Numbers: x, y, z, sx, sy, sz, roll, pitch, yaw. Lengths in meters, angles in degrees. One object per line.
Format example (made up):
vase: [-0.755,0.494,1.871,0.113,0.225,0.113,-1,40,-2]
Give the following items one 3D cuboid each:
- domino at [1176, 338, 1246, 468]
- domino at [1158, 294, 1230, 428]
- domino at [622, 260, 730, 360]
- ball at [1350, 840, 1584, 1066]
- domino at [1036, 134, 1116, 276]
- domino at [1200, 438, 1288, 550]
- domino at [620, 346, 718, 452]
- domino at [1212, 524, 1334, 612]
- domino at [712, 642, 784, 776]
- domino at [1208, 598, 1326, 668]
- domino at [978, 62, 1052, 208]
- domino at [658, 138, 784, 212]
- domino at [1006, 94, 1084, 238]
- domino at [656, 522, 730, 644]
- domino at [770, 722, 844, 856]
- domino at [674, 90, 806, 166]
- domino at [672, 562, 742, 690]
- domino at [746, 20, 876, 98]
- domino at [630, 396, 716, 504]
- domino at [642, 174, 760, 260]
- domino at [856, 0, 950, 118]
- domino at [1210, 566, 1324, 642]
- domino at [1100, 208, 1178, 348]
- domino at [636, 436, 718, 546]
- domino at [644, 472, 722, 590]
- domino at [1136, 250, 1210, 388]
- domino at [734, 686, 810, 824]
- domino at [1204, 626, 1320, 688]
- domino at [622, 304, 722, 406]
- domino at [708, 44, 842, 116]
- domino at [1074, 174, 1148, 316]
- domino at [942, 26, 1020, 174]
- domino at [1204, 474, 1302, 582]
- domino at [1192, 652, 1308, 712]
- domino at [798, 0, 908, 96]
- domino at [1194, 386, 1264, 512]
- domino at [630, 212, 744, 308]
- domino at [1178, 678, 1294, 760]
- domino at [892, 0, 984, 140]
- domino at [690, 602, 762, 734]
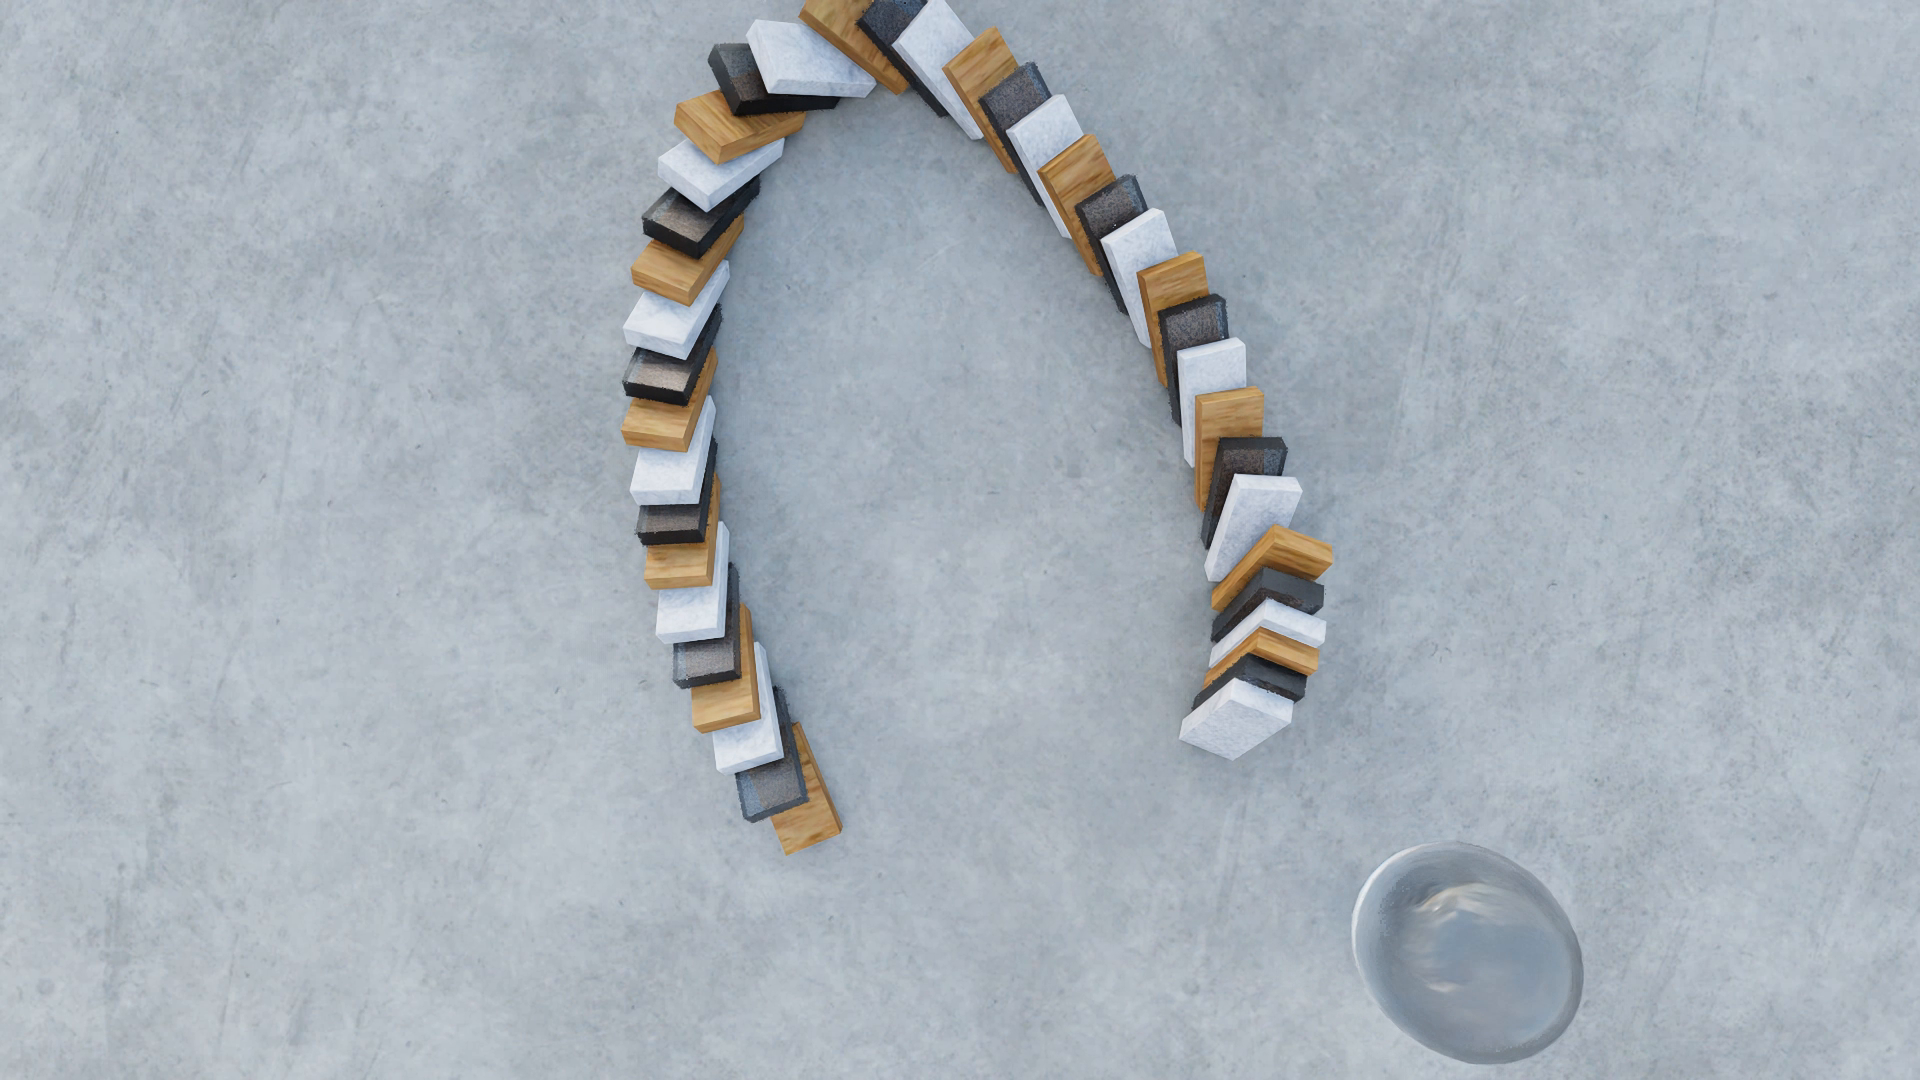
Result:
domino: [0.106,-0.057,0.383,0.025,0.010,0.050,-13,122,0]
domino: [0.099,-0.074,0.383,0.025,0.009,0.050,-17,122,0]
domino: [-0.118,-0.100,0.383,0.025,0.010,0.050,16,59,0]
ball: [0.197,0.160,0.360,0.080,0.080,0.080,0,90,0]
domino: [0.056,-0.139,0.383,0.025,0.010,0.050,-37,120,-1]
domino: [0.117,-0.019,0.381,0.025,0.010,0.050,-1,128,0]
domino: [-0.121,-0.061,0.383,0.025,0.010,0.050,8,58,0]
domino: [0.127,0.016,0.377,0.025,0.050,0.010,20,51,-5]
domino: [-0.091,0.070,0.383,0.025,0.009,0.050,-18,59,0]
domino: [0.125,0.043,0.376,0.025,0.050,0.010,22,58,0]
domino: [0.032,-0.169,0.384,0.025,0.009,0.050,-38,119,0]
domino: [-0.099,-0.160,0.383,0.025,0.009,0.050,37,58,0]
domino: [0.043,-0.155,0.383,0.025,0.010,0.050,-37,120,-1]
domino: [-0.111,0.017,0.383,0.025,0.009,0.050,-7,59,3]
domino: [-0.072,0.107,0.395,0.025,0.010,0.050,-22,90,0]
domino: [-0.091,-0.175,0.381,0.025,0.010,0.050,44,53,3]
domino: [-0.106,0.035,0.383,0.025,0.010,0.050,-11,59,2]
domino: [-0.061,-0.199,0.380,0.050,0.009,0.025,-21,90,-40]
domino: [-0.119,-0.038,0.381,0.025,0.010,0.050,-1,57,2]
domino: [-0.107,-0.140,0.382,0.025,0.009,0.050,26,58,1]
domino: [-0.016,-0.206,0.384,0.050,0.010,0.025,39,90,-30]
domino: [0.125,0.031,0.376,0.025,0.050,0.010,18,58,0]
domino: [0.080,-0.108,0.382,0.025,0.009,0.050,-31,123,0]
domino: [-0.117,-0.022,0.382,0.025,0.010,0.050,-3,57,0]
domino: [-0.115,-0.004,0.383,0.025,0.009,0.050,-4,60,0]
domino: [0.092,-0.091,0.383,0.025,0.010,0.050,-21,122,0]
domino: [-0.081,0.089,0.382,0.025,0.009,0.050,-21,59,1]
domino: [0.122,0.054,0.376,0.025,0.050,0.010,22,58,0]
domino: [-0.119,-0.080,0.383,0.025,0.010,0.050,10,58,0]
domino: [-0.076,-0.192,0.381,0.050,0.009,0.025,-25,90,-37]
domino: [0.070,-0.123,0.384,0.025,0.009,0.050,-32,119,0]
domino: [0.018,-0.183,0.384,0.025,0.010,0.050,-41,119,0]
domino: [0.120,-0.004,0.380,0.025,0.010,0.050,3,130,-3]
domino: [0.118,0.064,0.376,0.025,0.050,0.010,22,58,0]
domino: [-0.039,-0.214,0.383,0.050,0.009,0.025,27,86,-30]
domino: [0.112,-0.037,0.383,0.025,0.009,0.050,-9,121,0]
domino: [-0.113,-0.123,0.384,0.025,0.010,0.050,22,61,0]
domino: [0.112,0.074,0.376,0.025,0.050,0.009,22,58,0]
domino: [-0.002,-0.196,0.383,0.050,0.009,0.025,40,89,-30]
domino: [-0.099,0.053,0.383,0.025,0.010,0.050,-14,59,1]
